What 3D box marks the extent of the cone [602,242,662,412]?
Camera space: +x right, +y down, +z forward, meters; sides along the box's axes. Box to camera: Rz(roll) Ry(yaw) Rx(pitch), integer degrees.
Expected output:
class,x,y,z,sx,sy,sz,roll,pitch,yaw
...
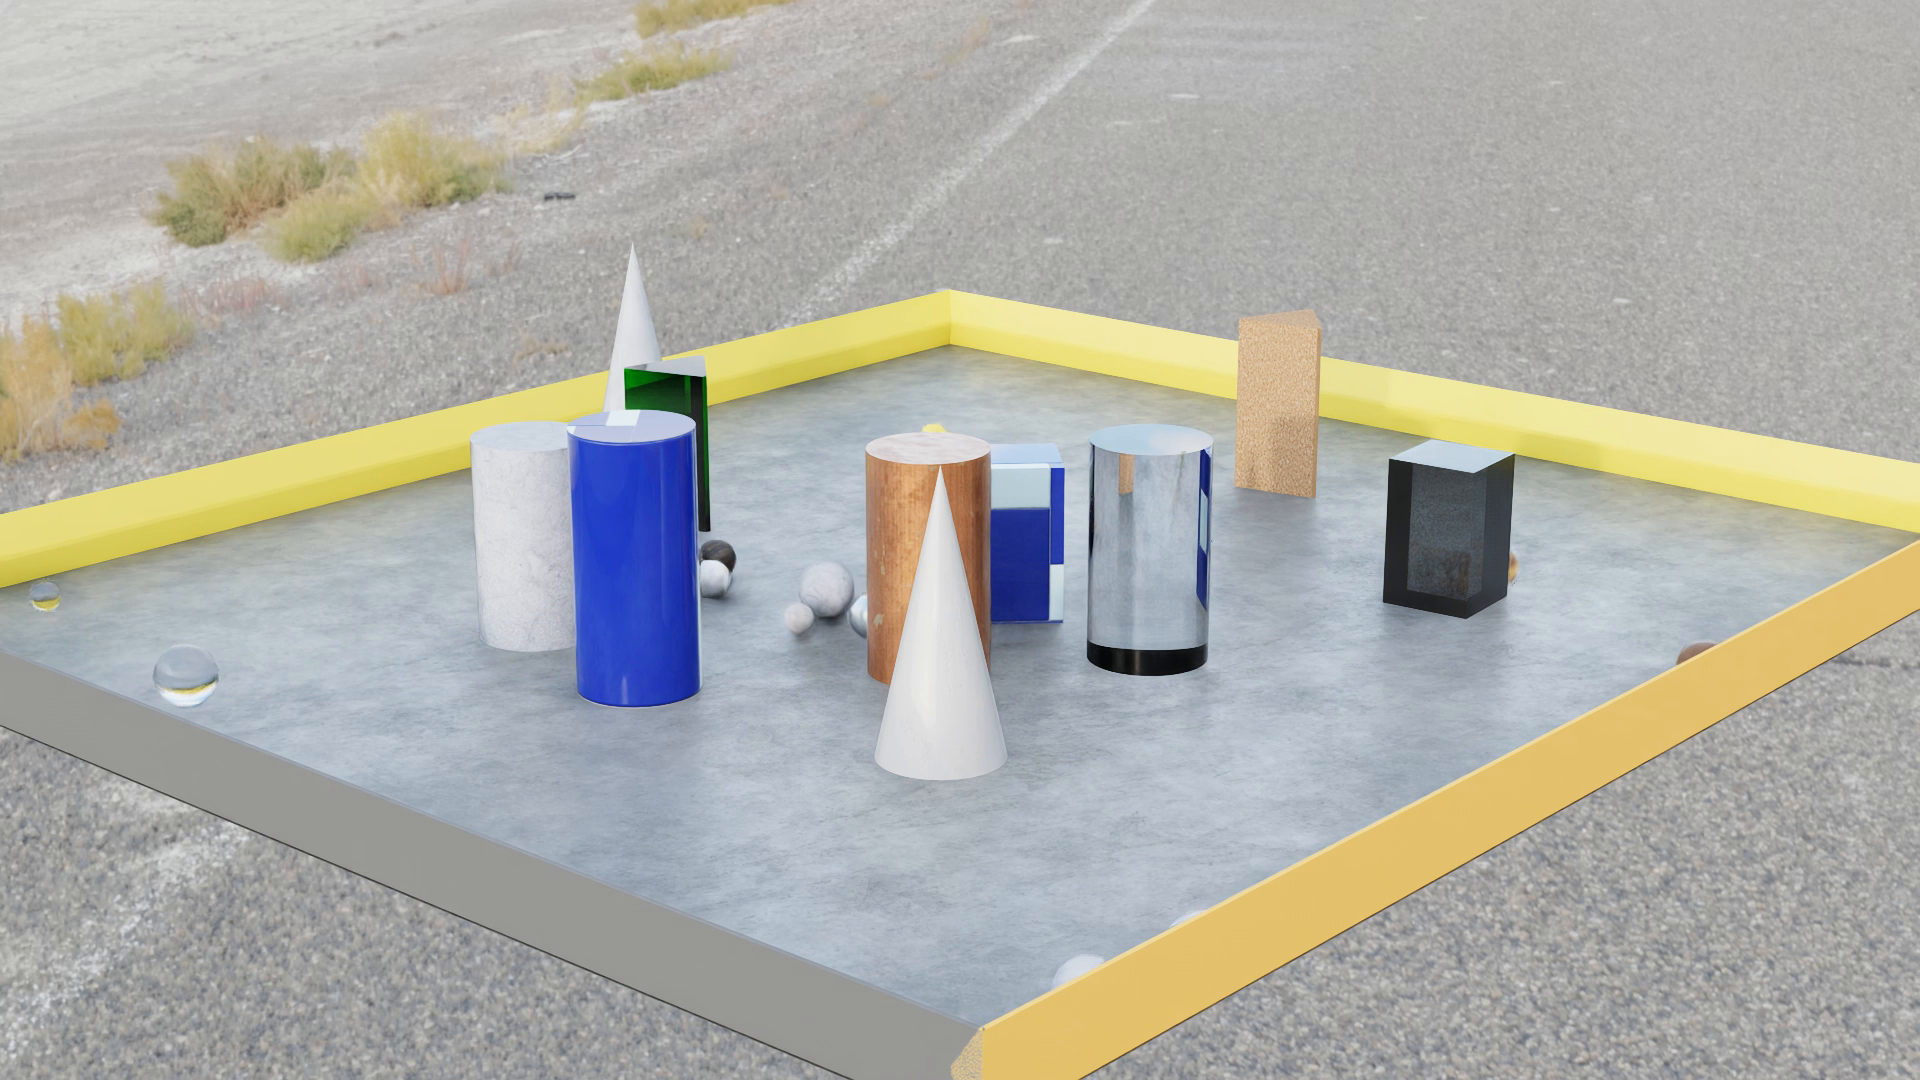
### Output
class,x,y,z,sx,sy,sz,roll,pitch,yaw
cone,-0.643,-0.359,5.827,0.200,0.474,0.200,0,17,0

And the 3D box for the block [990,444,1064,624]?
class,x,y,z,sx,sy,sz,roll,pitch,yaw
block,0.091,-0.012,5.020,0.160,0.274,0.160,-1,17,-4

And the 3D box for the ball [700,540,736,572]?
class,x,y,z,sx,sy,sz,roll,pitch,yaw
ball,-0.434,0.035,5.218,0.071,0.071,0.071,0,17,0

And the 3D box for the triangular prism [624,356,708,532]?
class,x,y,z,sx,sy,sz,roll,pitch,yaw
triangular prism,-0.522,-0.189,5.563,0.173,0.300,0.150,7,18,22

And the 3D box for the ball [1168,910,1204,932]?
class,x,y,z,sx,sy,sz,roll,pitch,yaw
ball,0.297,0.501,3.659,0.077,0.077,0.077,0,17,0

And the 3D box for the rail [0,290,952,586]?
class,x,y,z,sx,sy,sz,roll,pitch,yaw
rail,-0.969,-0.210,5.925,0.045,0.130,2.935,14,22,39

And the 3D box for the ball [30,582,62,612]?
class,x,y,z,sx,sy,sz,roll,pitch,yaw
ball,-1.573,0.097,5.044,0.052,0.052,0.052,0,17,0

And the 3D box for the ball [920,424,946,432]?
class,x,y,z,sx,sy,sz,roll,pitch,yaw
ball,-0.055,-0.212,6.057,0.059,0.059,0.059,0,17,0

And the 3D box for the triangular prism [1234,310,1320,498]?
class,x,y,z,sx,sy,sz,roll,pitch,yaw
triangular prism,0.656,-0.276,5.785,0.173,0.338,0.150,10,19,29

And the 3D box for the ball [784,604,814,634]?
class,x,y,z,sx,sy,sz,roll,pitch,yaw
ball,-0.271,0.133,4.927,0.051,0.051,0.051,0,17,0

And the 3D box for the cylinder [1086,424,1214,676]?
class,x,y,z,sx,sy,sz,roll,pitch,yaw
cylinder,0.308,0.014,4.769,0.200,0.368,0.200,0,17,0

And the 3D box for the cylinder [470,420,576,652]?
class,x,y,z,sx,sy,sz,roll,pitch,yaw
cylinder,-0.709,-0.008,4.890,0.200,0.342,0.200,0,17,0

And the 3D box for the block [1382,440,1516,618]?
class,x,y,z,sx,sy,sz,roll,pitch,yaw
block,0.846,-0.021,5.076,0.160,0.259,0.160,12,20,34

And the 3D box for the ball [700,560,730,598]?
class,x,y,z,sx,sy,sz,roll,pitch,yaw
ball,-0.434,0.067,5.119,0.066,0.066,0.066,0,17,0

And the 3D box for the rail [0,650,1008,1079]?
class,x,y,z,sx,sy,sz,roll,pitch,yaw
rail,-0.946,0.347,4.076,2.613,0.130,0.045,14,22,39

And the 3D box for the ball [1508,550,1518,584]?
class,x,y,z,sx,sy,sz,roll,pitch,yaw
ball,0.947,0.047,5.171,0.074,0.074,0.074,0,17,0

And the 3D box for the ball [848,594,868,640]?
class,x,y,z,sx,sy,sz,roll,pitch,yaw
ball,-0.146,0.128,4.895,0.078,0.078,0.078,0,17,0

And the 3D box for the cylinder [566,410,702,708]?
class,x,y,z,sx,sy,sz,roll,pitch,yaw
cylinder,-0.511,0.028,4.615,0.200,0.431,0.200,0,17,0

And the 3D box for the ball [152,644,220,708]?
class,x,y,z,sx,sy,sz,roll,pitch,yaw
ball,-1.209,0.212,4.580,0.100,0.100,0.100,0,17,0

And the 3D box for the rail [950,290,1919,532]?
class,x,y,z,sx,sy,sz,roll,pitch,yaw
rail,0.946,-0.282,6.163,2.613,0.130,0.045,14,22,39

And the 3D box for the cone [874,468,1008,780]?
class,x,y,z,sx,sy,sz,roll,pitch,yaw
cone,-0.028,0.107,4.319,0.200,0.451,0.200,0,17,0

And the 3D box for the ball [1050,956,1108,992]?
class,x,y,z,sx,sy,sz,roll,pitch,yaw
ball,0.152,0.541,3.509,0.086,0.086,0.086,0,17,0

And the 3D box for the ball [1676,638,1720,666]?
class,x,y,z,sx,sy,sz,roll,pitch,yaw
ball,1.177,0.200,4.640,0.087,0.087,0.087,0,17,0

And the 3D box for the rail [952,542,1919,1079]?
class,x,y,z,sx,sy,sz,roll,pitch,yaw
rail,0.969,0.275,4.314,0.045,0.130,2.935,14,22,39

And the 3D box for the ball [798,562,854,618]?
class,x,y,z,sx,sy,sz,roll,pitch,yaw
ball,-0.228,0.085,5.007,0.096,0.096,0.096,0,17,0

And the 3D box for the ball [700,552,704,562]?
class,x,y,z,sx,sy,sz,roll,pitch,yaw
ball,-0.492,0.044,5.163,0.085,0.085,0.085,0,17,0

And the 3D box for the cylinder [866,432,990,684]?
class,x,y,z,sx,sy,sz,roll,pitch,yaw
cylinder,-0.051,0.032,4.707,0.200,0.372,0.200,0,17,0
